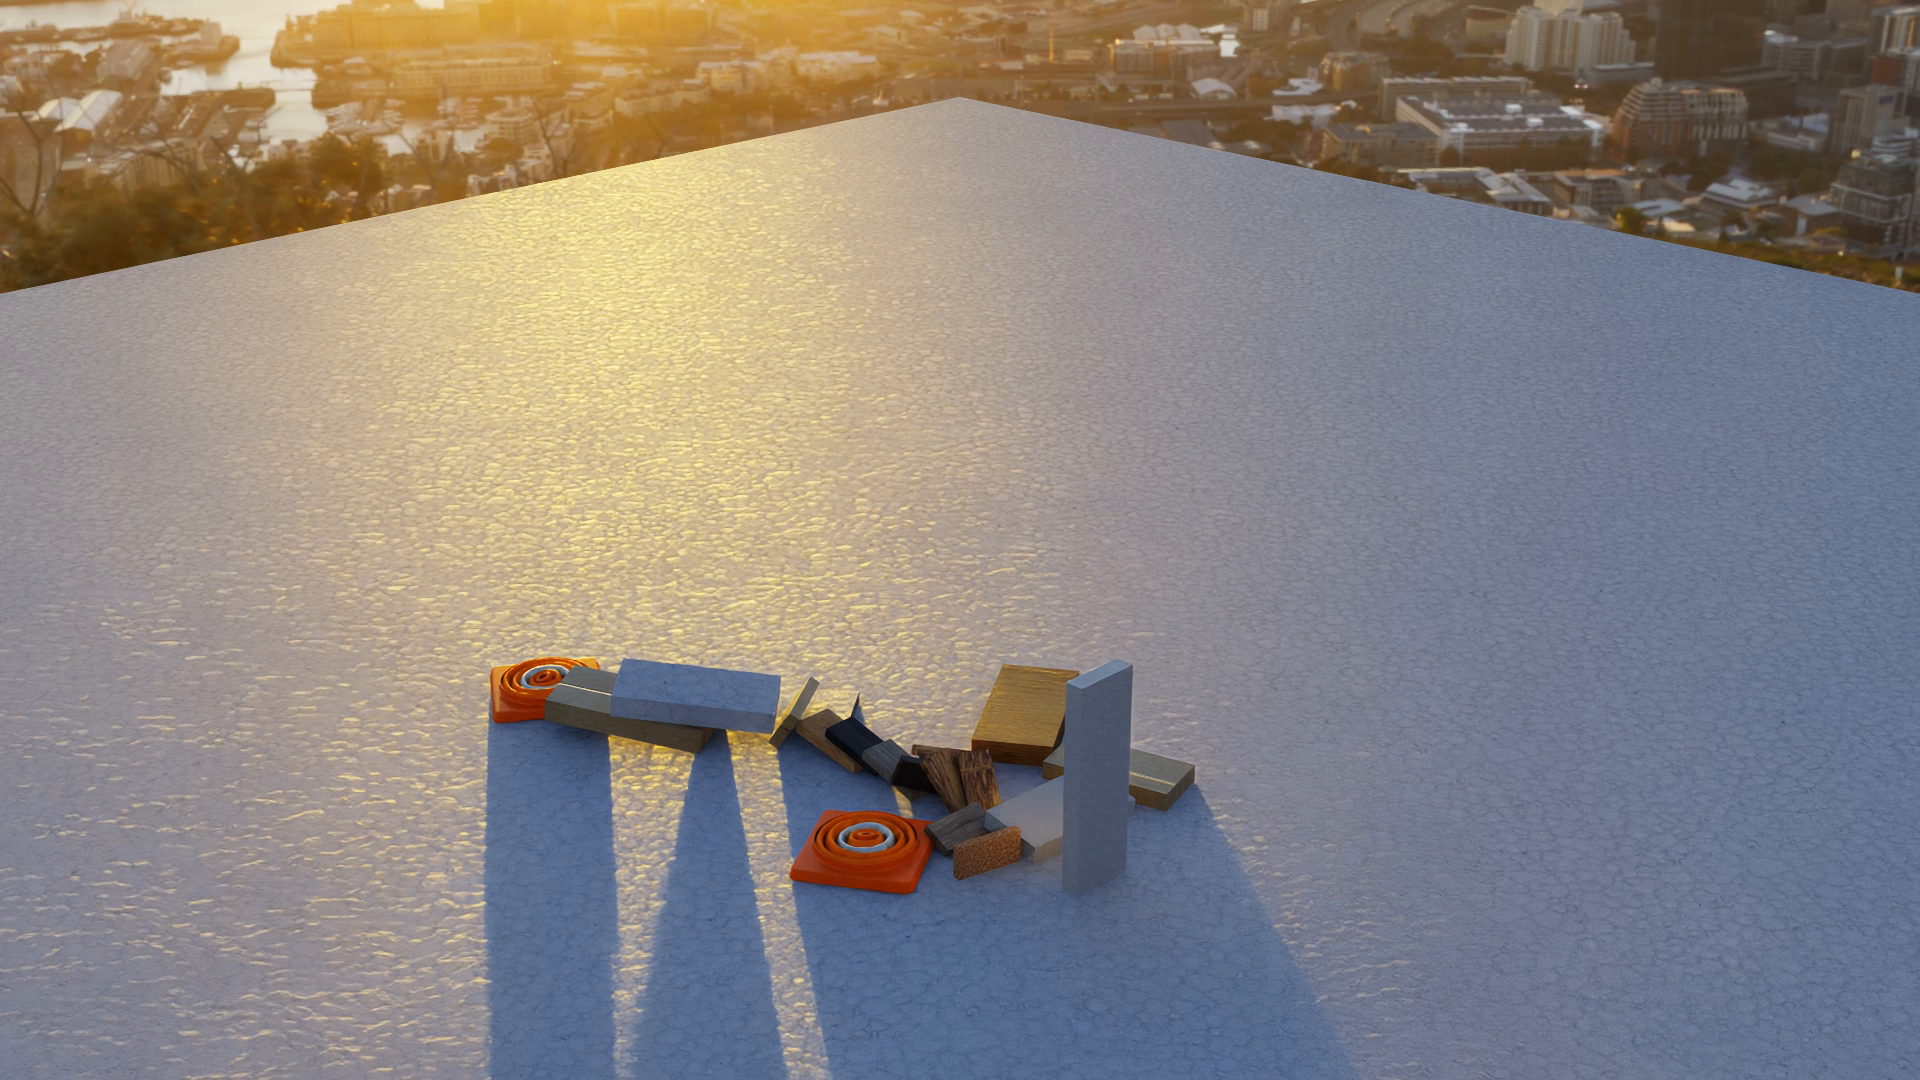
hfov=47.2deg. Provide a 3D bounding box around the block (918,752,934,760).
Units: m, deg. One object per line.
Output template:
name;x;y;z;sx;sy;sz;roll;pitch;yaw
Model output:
block;-0.033;0.460;4.558;0.066;0.019;0.132;4;-10;19

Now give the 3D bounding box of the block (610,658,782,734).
block;-0.569;0.337;4.762;0.349;0.049;0.175;7;24;-3

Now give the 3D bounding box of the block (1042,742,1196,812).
block;0.330;0.482;4.575;0.283;0.040;0.141;12;26;27

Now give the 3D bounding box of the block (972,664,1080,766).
block;0.146;0.380;4.802;0.175;0.049;0.366;5;23;11

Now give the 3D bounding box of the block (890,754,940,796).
block;-0.067;0.482;4.485;0.132;0.066;0.019;14;31;-17

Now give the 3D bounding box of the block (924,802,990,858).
block;0.002;0.571;4.348;0.140;0.020;0.070;-20;57;-41

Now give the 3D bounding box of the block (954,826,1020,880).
block;0.053;0.604;4.248;0.139;0.070;0.020;-13;26;-28

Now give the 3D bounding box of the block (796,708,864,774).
block;-0.255;0.427;4.679;0.179;0.025;0.090;32;37;33

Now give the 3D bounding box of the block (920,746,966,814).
block;-0.018;0.492;4.452;0.066;0.132;0.019;-28;-10;-31

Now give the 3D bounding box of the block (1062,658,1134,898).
block;0.258;0.449;4.137;0.040;0.442;0.141;21;31;41

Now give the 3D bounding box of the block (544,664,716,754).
block;-0.705;0.366;4.778;0.349;0.049;0.175;12;25;8

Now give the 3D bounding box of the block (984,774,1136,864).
block;0.201;0.545;4.394;0.283;0.040;0.141;-20;40;-38

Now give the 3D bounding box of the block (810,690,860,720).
block;-0.280;0.382;4.827;0.090;0.025;0.179;3;23;6

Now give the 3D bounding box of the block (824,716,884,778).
block;-0.204;0.434;4.630;0.154;0.022;0.077;36;39;29

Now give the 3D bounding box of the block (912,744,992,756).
block;-0.018;0.451;4.624;0.154;0.022;0.077;5;-7;12

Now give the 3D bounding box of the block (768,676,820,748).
block;-0.360;0.373;4.769;0.025;0.090;0.179;36;25;-5

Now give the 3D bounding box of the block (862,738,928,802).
block;-0.123;0.476;4.558;0.077;0.022;0.154;-21;47;-41

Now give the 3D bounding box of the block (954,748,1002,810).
block;0.039;0.496;4.446;0.070;0.140;0.020;-7;-20;-17
